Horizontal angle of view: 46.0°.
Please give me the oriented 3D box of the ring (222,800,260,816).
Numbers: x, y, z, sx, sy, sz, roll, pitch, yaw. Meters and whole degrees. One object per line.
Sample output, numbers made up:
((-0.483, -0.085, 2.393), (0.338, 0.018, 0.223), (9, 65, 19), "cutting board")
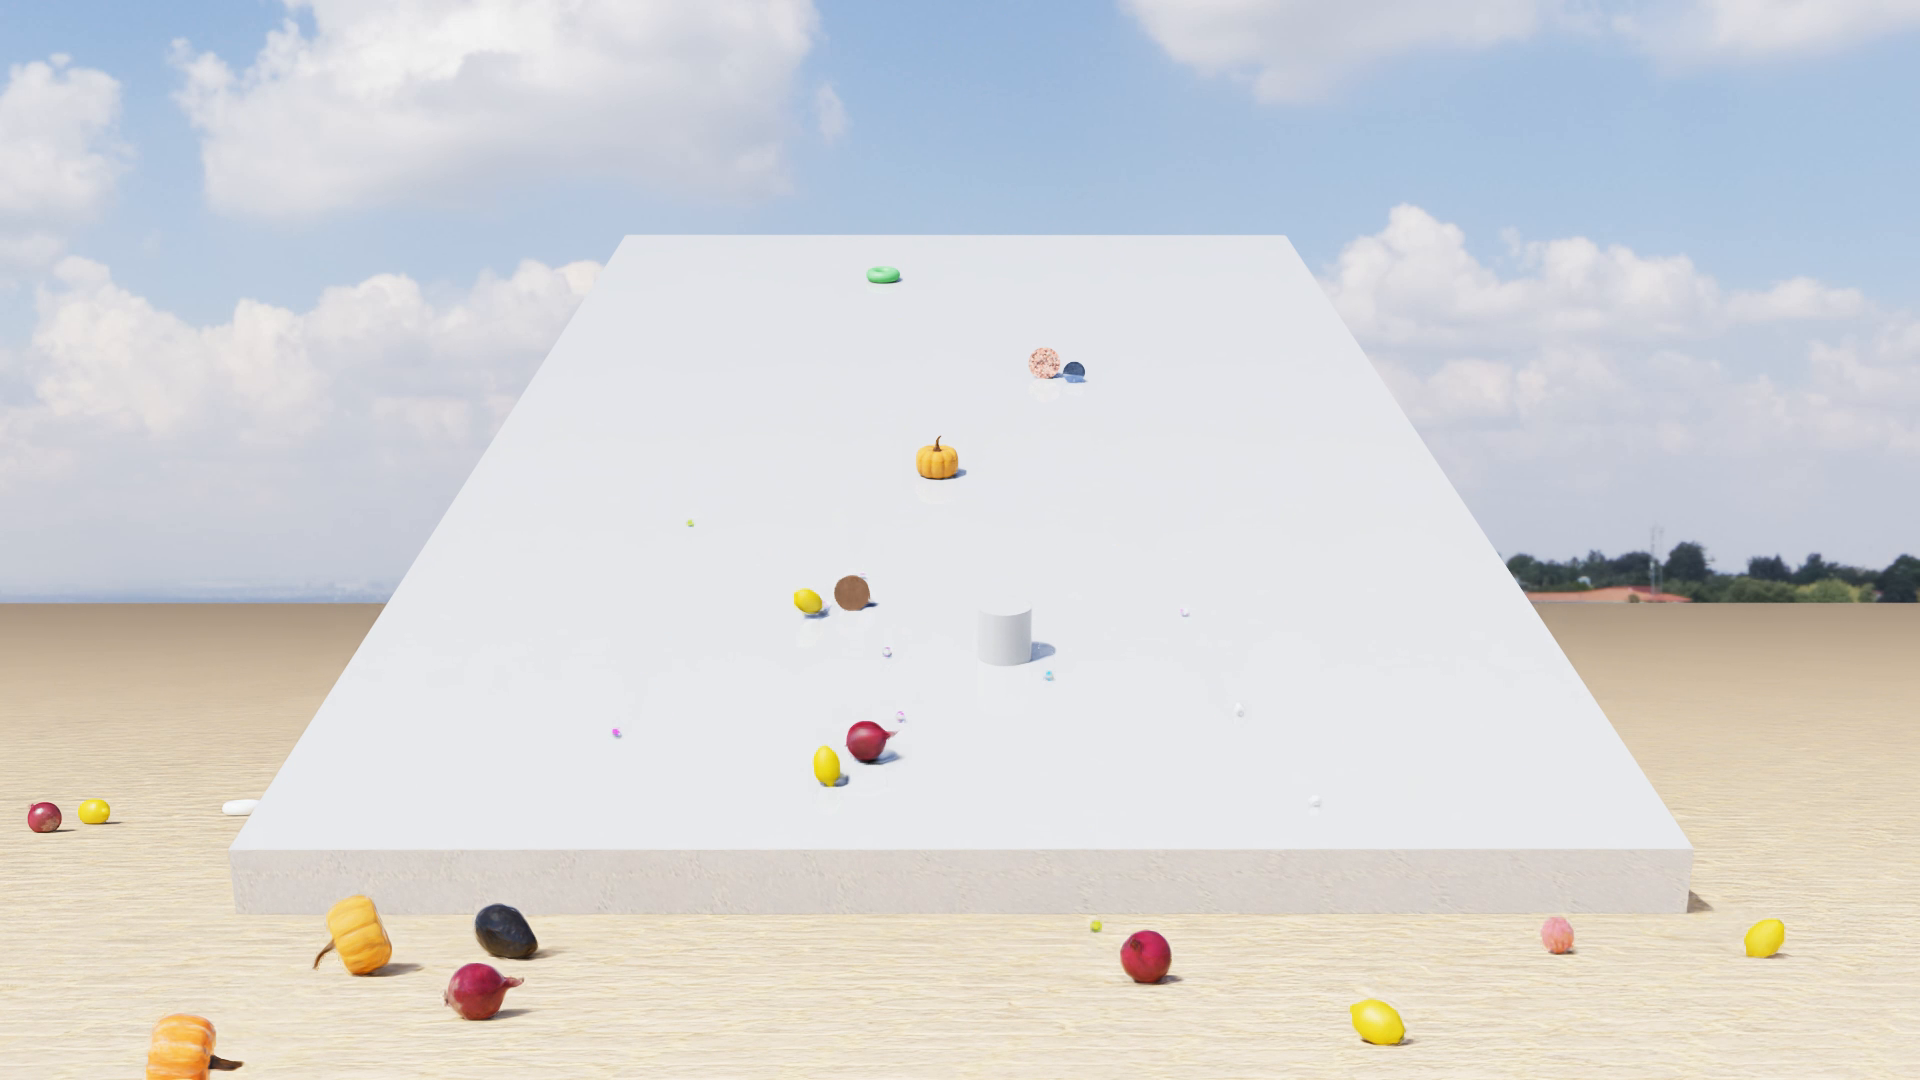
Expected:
((-1.441, 0.538, 4.547), (0.081, 0.027, 0.081), (0, 0, 0), "ring")

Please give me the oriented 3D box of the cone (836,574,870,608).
((-0.195, 0.096, 3.954), (0.064, 0.064, 0.064), (0, -14, -17), "cone")

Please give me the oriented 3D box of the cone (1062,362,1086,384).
((0.271, -0.389, 5.323), (0.052, 0.052, 0.052), (0, -7, 7), "cone")

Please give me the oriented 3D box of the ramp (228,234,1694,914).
((-0.005, -0.204, 4.986), (2.000, 0.100, 4.000), (0, 20, 0), "ramp")

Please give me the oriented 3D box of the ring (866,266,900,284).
((-0.213, -0.736, 6.281), (0.094, 0.031, 0.094), (0, 21, 0), "ring")

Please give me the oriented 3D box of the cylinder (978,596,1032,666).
((0.074, 0.149, 3.717), (0.089, 0.089, 0.089), (0, 20, 0), "cylinder")

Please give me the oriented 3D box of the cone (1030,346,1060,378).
((0.204, -0.413, 5.373), (0.076, 0.076, 0.076), (0, -11, 5), "cone")
